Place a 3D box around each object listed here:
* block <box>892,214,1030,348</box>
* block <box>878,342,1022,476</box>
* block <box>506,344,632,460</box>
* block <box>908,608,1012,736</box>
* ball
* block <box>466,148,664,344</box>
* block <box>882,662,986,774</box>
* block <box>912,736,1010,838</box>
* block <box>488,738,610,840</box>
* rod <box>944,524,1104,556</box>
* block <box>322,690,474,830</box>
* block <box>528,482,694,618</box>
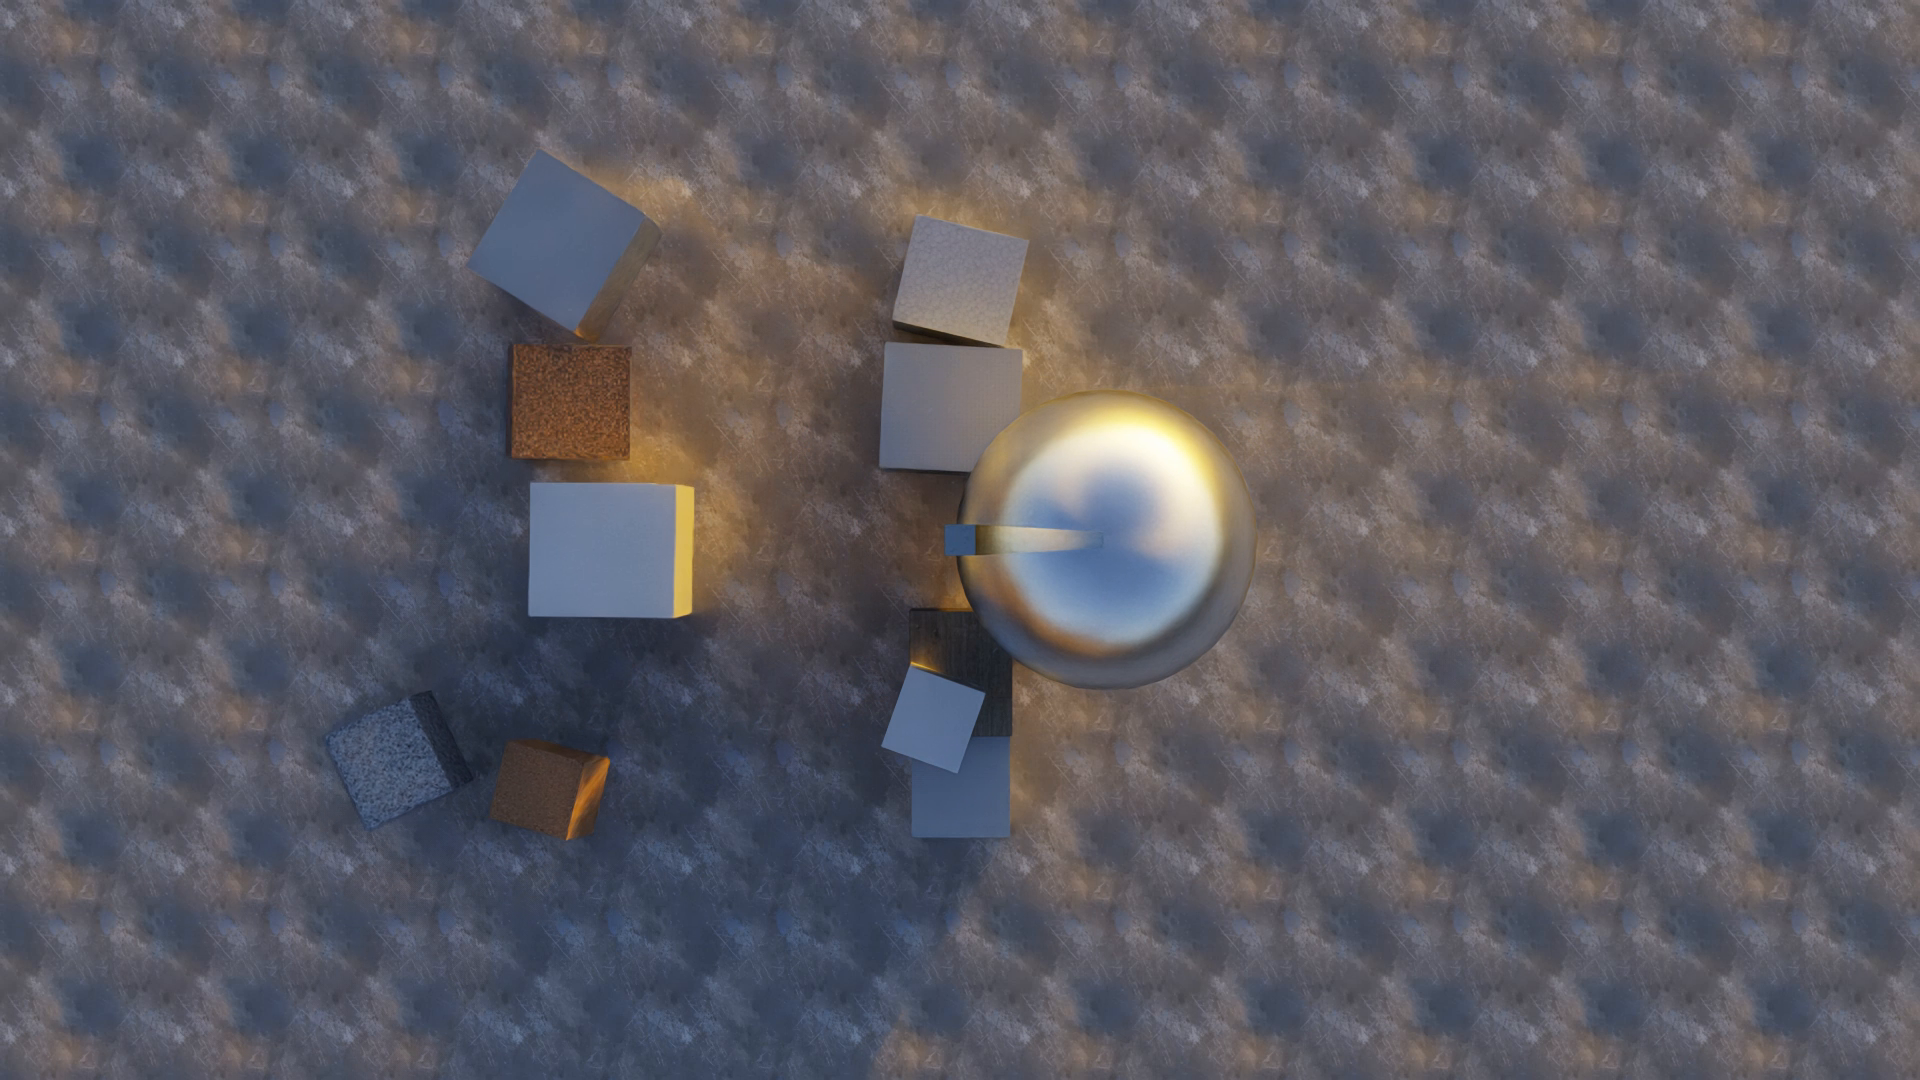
[{"bbox_3d":[0.003,-1.473,12.729,0.657,0.541,0.618,13,90,0],"label":"block"},{"bbox_3d":[-0.051,-0.731,12.594,0.764,0.811,0.694,3,90,0],"label":"block"},{"bbox_3d":[-2.250,-0.787,12.610,0.650,0.569,0.636,1,93,-15],"label":"block"},{"bbox_3d":[0.003,0.752,12.685,0.582,0.630,0.701,0,90,0],"label":"block"},{"bbox_3d":[0.770,0.000,11.643,1.600,1.600,1.600,0,90,0],"label":"ball"},{"bbox_3d":[-2.257,-1.675,12.643,0.710,0.715,0.776,32,90,0],"label":"block"},{"bbox_3d":[-0.144,0.977,12.155,0.440,0.431,0.463,20,90,0],"label":"block"},{"bbox_3d":[0.005,1.398,12.730,0.557,0.540,0.571,0,90,0],"label":"block"},{"bbox_3d":[-2.375,1.437,12.746,0.489,0.414,0.455,14,90,12],"label":"block"},{"bbox_3d":[0.334,0.000,8.271,0.080,5.200,0.080,0,90,7],"label":"rod"},{"bbox_3d":[-3.241,1.265,12.727,0.533,0.547,0.587,-26,90,0],"label":"block"},{"bbox_3d":[-1.982,0.055,12.592,0.807,0.815,0.744,1,90,0],"label":"block"}]
